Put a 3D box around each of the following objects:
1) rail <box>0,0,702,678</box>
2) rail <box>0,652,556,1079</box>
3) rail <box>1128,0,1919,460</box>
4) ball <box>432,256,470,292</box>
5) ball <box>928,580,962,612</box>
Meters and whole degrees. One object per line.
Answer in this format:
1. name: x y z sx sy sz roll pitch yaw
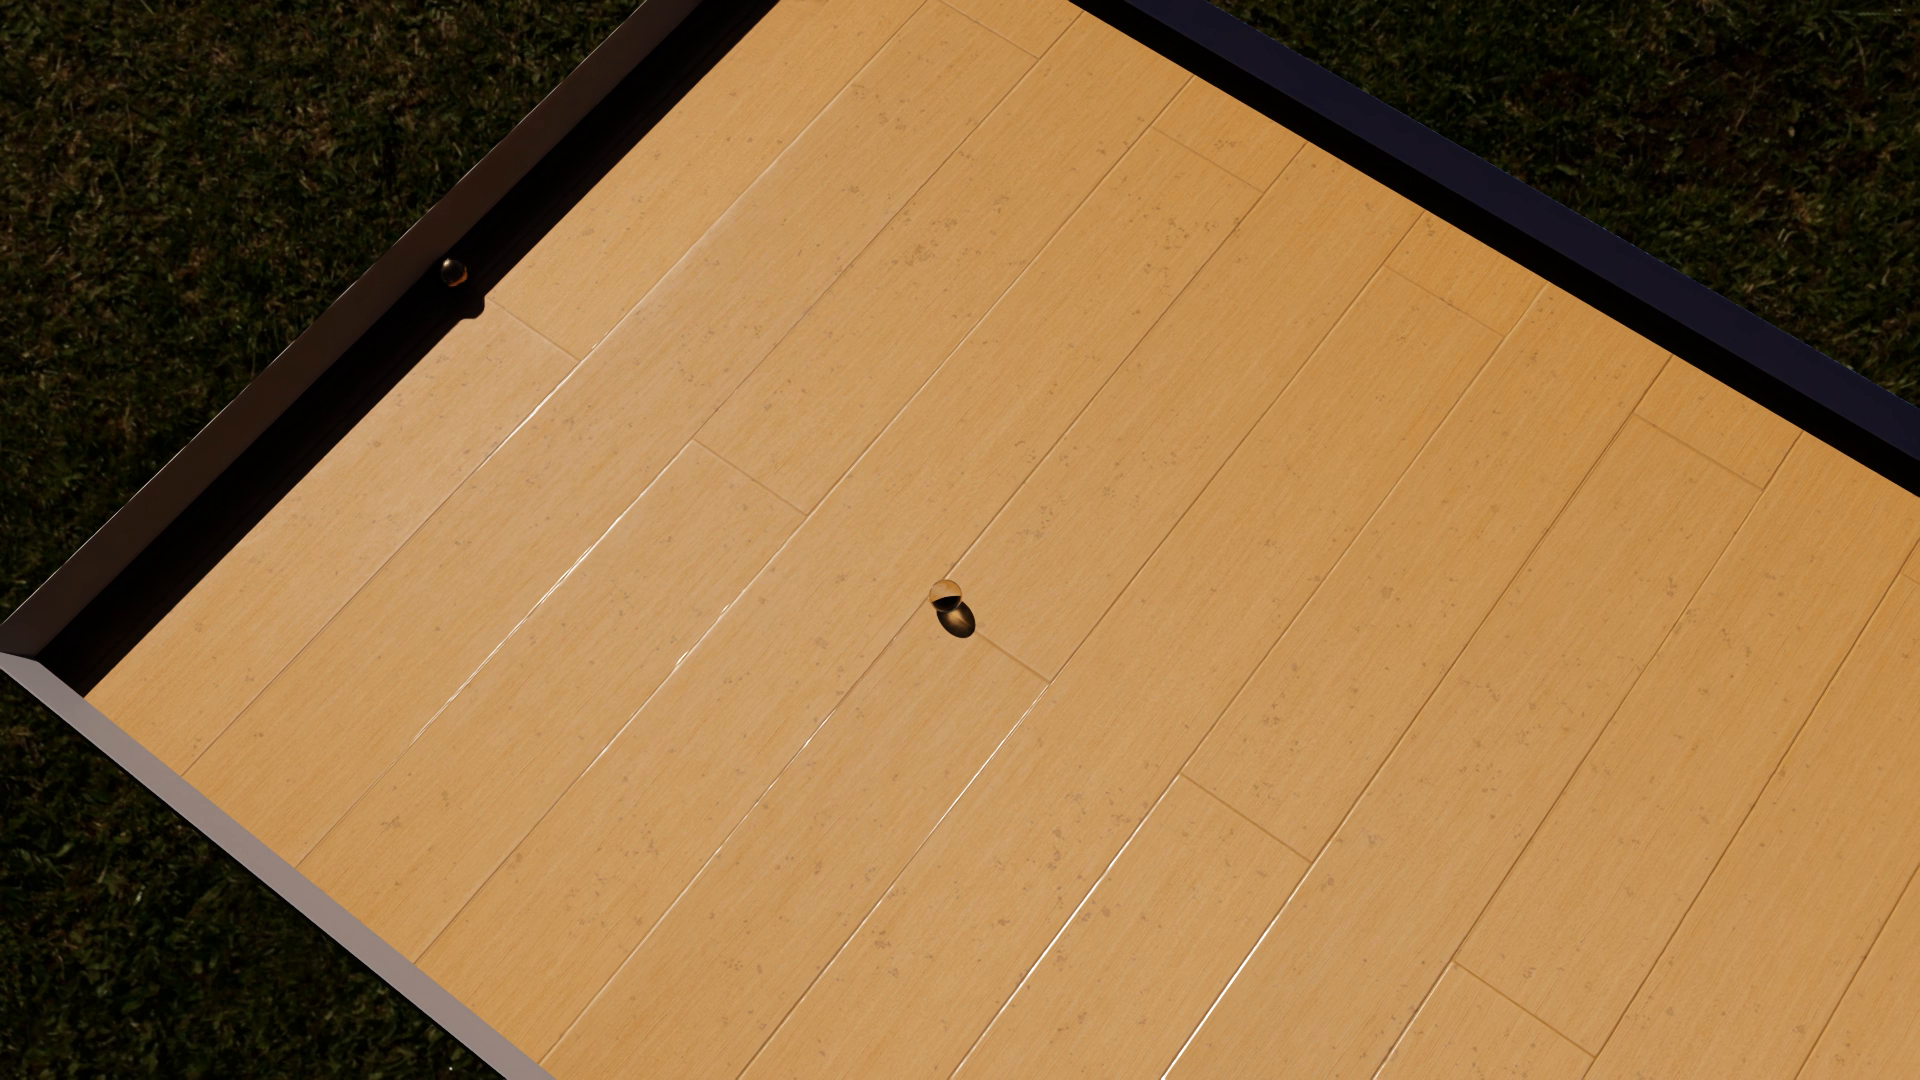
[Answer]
1. rail: -0.850 -0.588 3.866 0.045 0.116 2.216 34 69 15
2. rail: 0.218 1.350 2.913 4.350 0.116 0.045 34 69 15
3. rail: 1.521 -0.205 3.678 4.350 0.116 0.045 34 69 15
4. ball: -0.887 -0.465 3.836 0.064 0.064 0.064 0 64 0
5. ball: -0.023 0.091 3.568 0.054 0.054 0.054 0 64 0
